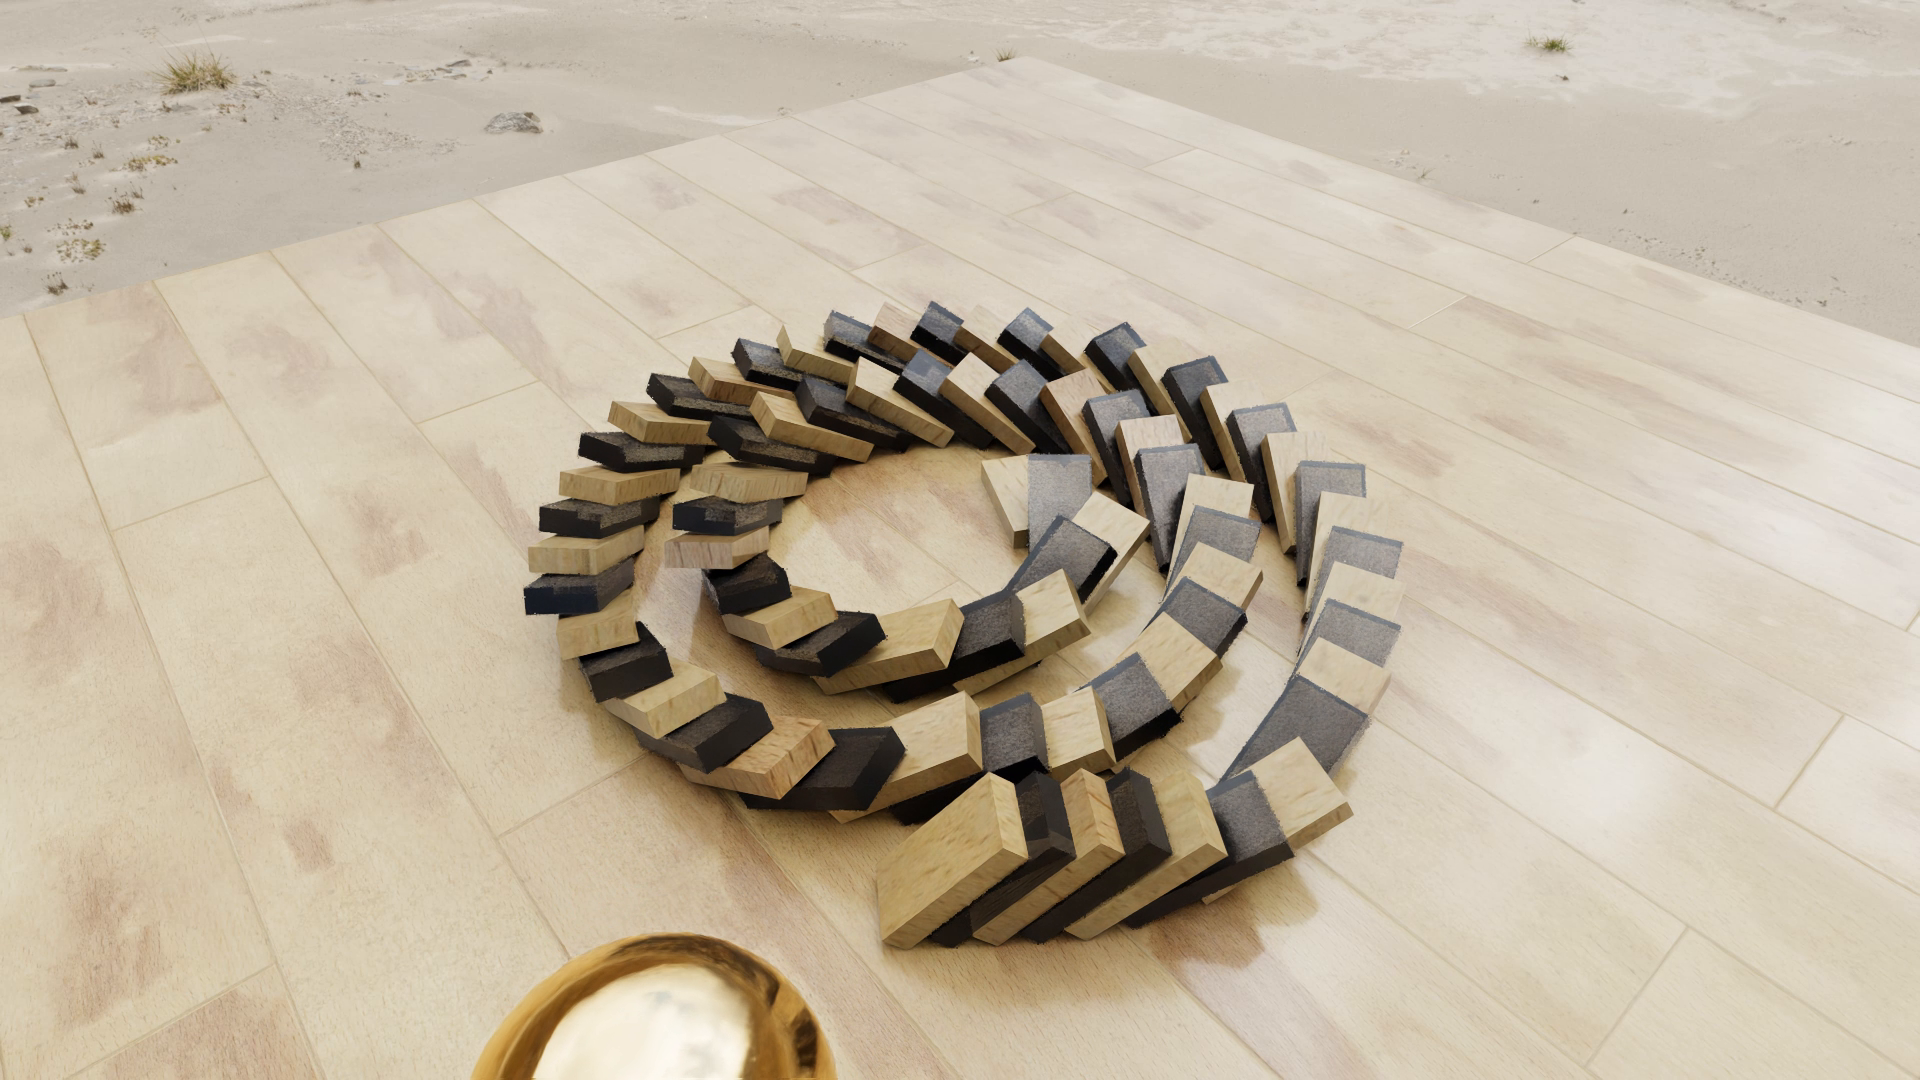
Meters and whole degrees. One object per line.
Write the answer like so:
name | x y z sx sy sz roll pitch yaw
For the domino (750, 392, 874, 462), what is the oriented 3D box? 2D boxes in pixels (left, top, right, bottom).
domino | -0.065 -0.050 0.484 0.050 0.010 0.025 12 27 -38

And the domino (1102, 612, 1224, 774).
domino | 0.060 0.050 0.364 0.050 0.009 0.025 -44 50 -4

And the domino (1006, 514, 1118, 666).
domino | 0.032 0.018 0.400 0.025 0.010 0.050 34 86 34

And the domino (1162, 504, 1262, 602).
domino | 0.092 0.014 0.407 0.025 0.009 0.050 17 72 18

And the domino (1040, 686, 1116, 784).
domino | 0.022 0.067 0.344 0.050 0.009 0.025 -25 37 15

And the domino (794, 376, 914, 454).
domino | -0.047 -0.056 0.492 0.050 0.009 0.025 15 29 -33

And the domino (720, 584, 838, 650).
domino | -0.065 0.026 0.392 0.025 0.009 0.050 -26 15 -26

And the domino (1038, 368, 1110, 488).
domino | 0.059 -0.050 0.486 0.025 0.009 0.050 -23 75 -27

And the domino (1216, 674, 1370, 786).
domino | 0.102 0.069 0.341 0.025 0.010 0.050 32 78 33

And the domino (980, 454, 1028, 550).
domino | 0.028 -0.017 0.464 0.025 0.010 0.050 -9 40 -11

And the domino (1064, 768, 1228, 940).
domino | 0.049 0.089 0.310 0.050 0.010 0.025 -40 34 22

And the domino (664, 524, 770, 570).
domino | -0.092 0.002 0.421 0.025 0.009 0.050 1 8 5

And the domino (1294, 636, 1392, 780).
domino | 0.115 0.059 0.354 0.025 0.009 0.050 29 75 30

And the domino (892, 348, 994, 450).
domino | -0.004 -0.065 0.504 0.050 0.010 0.025 34 42 -6

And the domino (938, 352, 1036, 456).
domino | 0.017 -0.061 0.500 0.050 0.010 0.025 38 46 -1

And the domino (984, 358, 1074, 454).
domino | 0.037 -0.056 0.494 0.050 0.009 0.025 45 51 5

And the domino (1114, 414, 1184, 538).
domino | 0.083 -0.027 0.458 0.025 0.009 0.050 -8 68 -11

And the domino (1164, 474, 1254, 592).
domino | 0.096 0.001 0.423 0.025 0.010 0.050 11 71 12

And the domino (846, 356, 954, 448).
domino | -0.027 -0.063 0.501 0.050 0.010 0.025 25 35 -18

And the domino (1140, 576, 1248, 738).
domino | 0.073 0.039 0.377 0.025 0.010 0.050 32 78 33

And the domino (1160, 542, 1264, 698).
domino | 0.084 0.028 0.391 0.025 0.010 0.050 26 75 28

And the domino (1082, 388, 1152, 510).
domino | 0.073 -0.039 0.473 0.025 0.009 0.050 -13 70 -17

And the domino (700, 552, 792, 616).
domino | -0.080 0.015 0.406 0.025 0.010 0.050 -14 11 -17

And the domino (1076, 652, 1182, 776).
domino | 0.043 0.060 0.352 0.050 0.009 0.025 -34 42 6

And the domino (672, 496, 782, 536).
domino | -0.091 -0.011 0.437 0.025 0.010 0.050 6 9 11

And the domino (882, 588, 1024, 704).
domino | -0.002 0.037 0.380 0.050 0.010 0.025 -23 35 20

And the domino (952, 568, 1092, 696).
domino | 0.019 0.033 0.384 0.050 0.009 0.025 -29 40 13

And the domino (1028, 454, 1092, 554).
domino | 0.040 -0.010 0.438 0.025 0.010 0.050 1 66 0

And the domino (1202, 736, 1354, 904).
domino | 0.087 0.083 0.325 0.050 0.010 0.025 -33 43 5

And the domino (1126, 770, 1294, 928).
domino | 0.067 0.089 0.317 0.050 0.009 0.025 -29 39 11

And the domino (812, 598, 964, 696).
domino | -0.025 0.037 0.380 0.050 0.010 0.025 -16 32 28

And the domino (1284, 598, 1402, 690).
domino | 0.125 0.047 0.369 0.025 0.010 0.050 23 73 25

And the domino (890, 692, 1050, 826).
domino | 0.002 0.068 0.342 0.050 0.009 0.025 -24 37 16

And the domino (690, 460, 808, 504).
domino | -0.086 -0.025 0.455 0.025 0.009 0.050 16 12 18

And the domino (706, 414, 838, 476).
domino | -0.080 -0.040 0.472 0.050 0.009 0.025 7 23 -47

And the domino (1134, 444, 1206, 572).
domino | 0.088 -0.013 0.442 0.025 0.010 0.050 -6 68 -7

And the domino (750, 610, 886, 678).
domino | -0.050 0.035 0.380 0.025 0.010 0.050 -34 18 -31

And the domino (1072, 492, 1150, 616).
domino | 0.048 0.007 0.418 0.025 0.010 0.050 31 70 23
